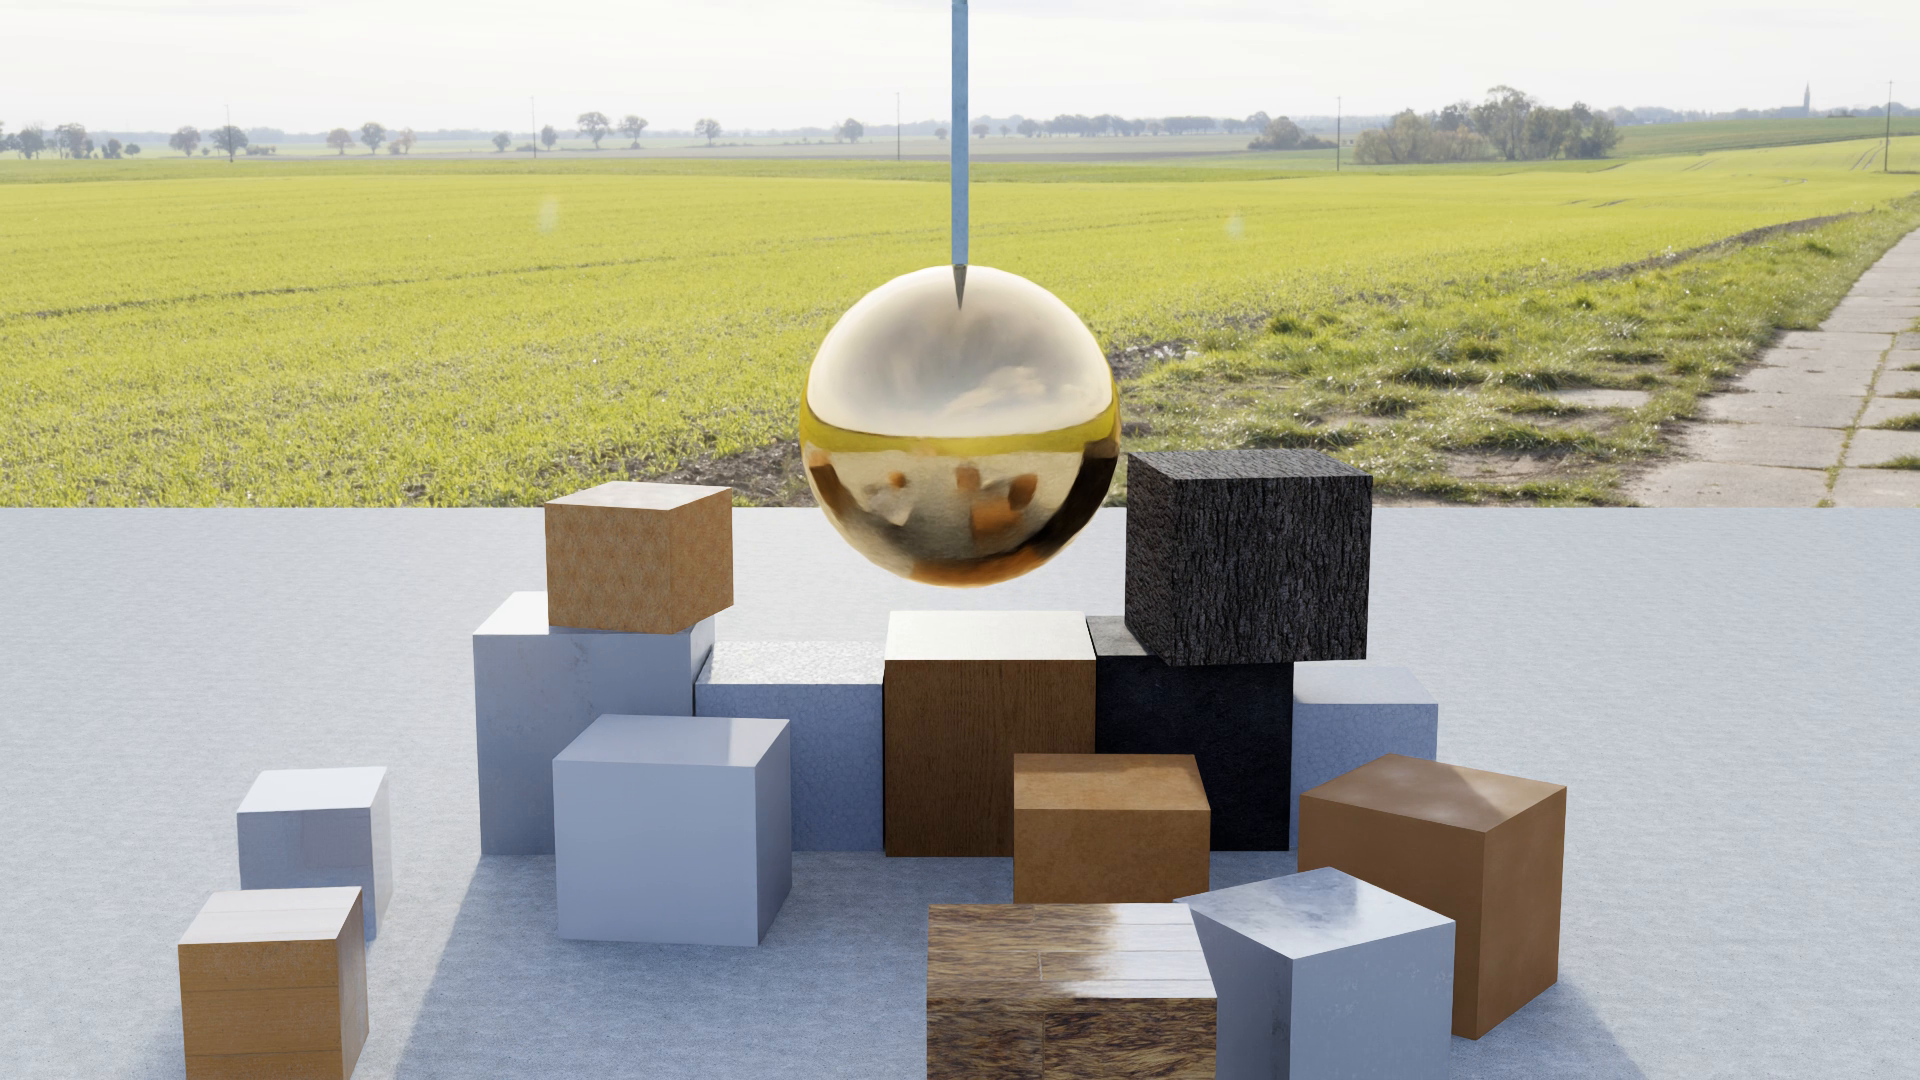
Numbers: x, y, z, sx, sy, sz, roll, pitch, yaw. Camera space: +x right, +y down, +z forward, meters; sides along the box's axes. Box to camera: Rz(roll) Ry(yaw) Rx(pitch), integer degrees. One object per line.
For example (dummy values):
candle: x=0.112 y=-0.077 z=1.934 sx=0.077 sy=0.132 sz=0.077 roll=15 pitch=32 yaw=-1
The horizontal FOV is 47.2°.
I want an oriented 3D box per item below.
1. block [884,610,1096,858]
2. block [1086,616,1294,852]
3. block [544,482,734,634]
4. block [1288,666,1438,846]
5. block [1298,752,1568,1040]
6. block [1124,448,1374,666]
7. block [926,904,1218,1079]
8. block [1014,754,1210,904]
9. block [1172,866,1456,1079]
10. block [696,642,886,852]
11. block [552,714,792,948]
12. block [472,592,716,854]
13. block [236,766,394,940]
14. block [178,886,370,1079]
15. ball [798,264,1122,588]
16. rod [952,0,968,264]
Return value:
block: x=0.146 y=0.977 z=11.377 sx=1.033 sy=1.007 sz=1.126 roll=0 pitch=10 yaw=0
block: x=1.157 y=0.979 z=11.363 sx=0.968 sy=1.007 sz=0.920 roll=0 pitch=10 yaw=0
block: x=-1.612 y=0.077 z=11.129 sx=0.676 sy=0.619 sz=0.739 roll=3 pitch=11 yaw=18
block: x=2.016 y=1.109 z=11.398 sx=0.731 sy=0.740 sz=0.777 roll=0 pitch=10 yaw=0
block: x=1.960 y=1.456 z=9.163 sx=0.817 sy=0.857 sz=0.791 roll=8 pitch=13 yaw=37
block: x=1.423 y=0.065 z=11.036 sx=0.987 sy=0.908 sz=0.945 roll=-1 pitch=10 yaw=-9
block: x=0.343 y=1.777 z=7.274 sx=0.896 sy=0.900 sz=0.849 roll=0 pitch=10 yaw=0
block: x=0.653 y=1.415 z=9.781 sx=0.829 sy=0.716 sz=0.857 roll=0 pitch=10 yaw=1
block: x=1.269 y=1.713 z=7.989 sx=0.735 sy=0.772 sz=0.692 roll=-6 pitch=12 yaw=-30
block: x=-0.845 y=1.050 z=11.378 sx=0.923 sy=0.862 sz=0.928 roll=0 pitch=10 yaw=0
block: x=-1.294 y=1.310 z=10.060 sx=0.904 sy=0.824 sz=0.794 roll=1 pitch=10 yaw=7
block: x=-1.849 y=0.921 z=11.356 sx=1.066 sy=1.124 sz=1.029 roll=0 pitch=10 yaw=0
block: x=-2.923 y=1.426 z=10.011 sx=0.570 sy=0.612 sz=0.646 roll=-1 pitch=10 yaw=-8
block: x=-2.609 y=1.720 z=8.407 sx=0.566 sy=0.607 sz=0.579 roll=-1 pitch=10 yaw=-6
ball: x=0.000 y=-0.558 z=10.883 sx=1.600 sy=1.600 sz=1.600 roll=0 pitch=10 yaw=0
rod: x=0.000 y=-3.921 z=10.382 sx=0.080 sy=5.200 sz=0.080 roll=0 pitch=8 yaw=0
